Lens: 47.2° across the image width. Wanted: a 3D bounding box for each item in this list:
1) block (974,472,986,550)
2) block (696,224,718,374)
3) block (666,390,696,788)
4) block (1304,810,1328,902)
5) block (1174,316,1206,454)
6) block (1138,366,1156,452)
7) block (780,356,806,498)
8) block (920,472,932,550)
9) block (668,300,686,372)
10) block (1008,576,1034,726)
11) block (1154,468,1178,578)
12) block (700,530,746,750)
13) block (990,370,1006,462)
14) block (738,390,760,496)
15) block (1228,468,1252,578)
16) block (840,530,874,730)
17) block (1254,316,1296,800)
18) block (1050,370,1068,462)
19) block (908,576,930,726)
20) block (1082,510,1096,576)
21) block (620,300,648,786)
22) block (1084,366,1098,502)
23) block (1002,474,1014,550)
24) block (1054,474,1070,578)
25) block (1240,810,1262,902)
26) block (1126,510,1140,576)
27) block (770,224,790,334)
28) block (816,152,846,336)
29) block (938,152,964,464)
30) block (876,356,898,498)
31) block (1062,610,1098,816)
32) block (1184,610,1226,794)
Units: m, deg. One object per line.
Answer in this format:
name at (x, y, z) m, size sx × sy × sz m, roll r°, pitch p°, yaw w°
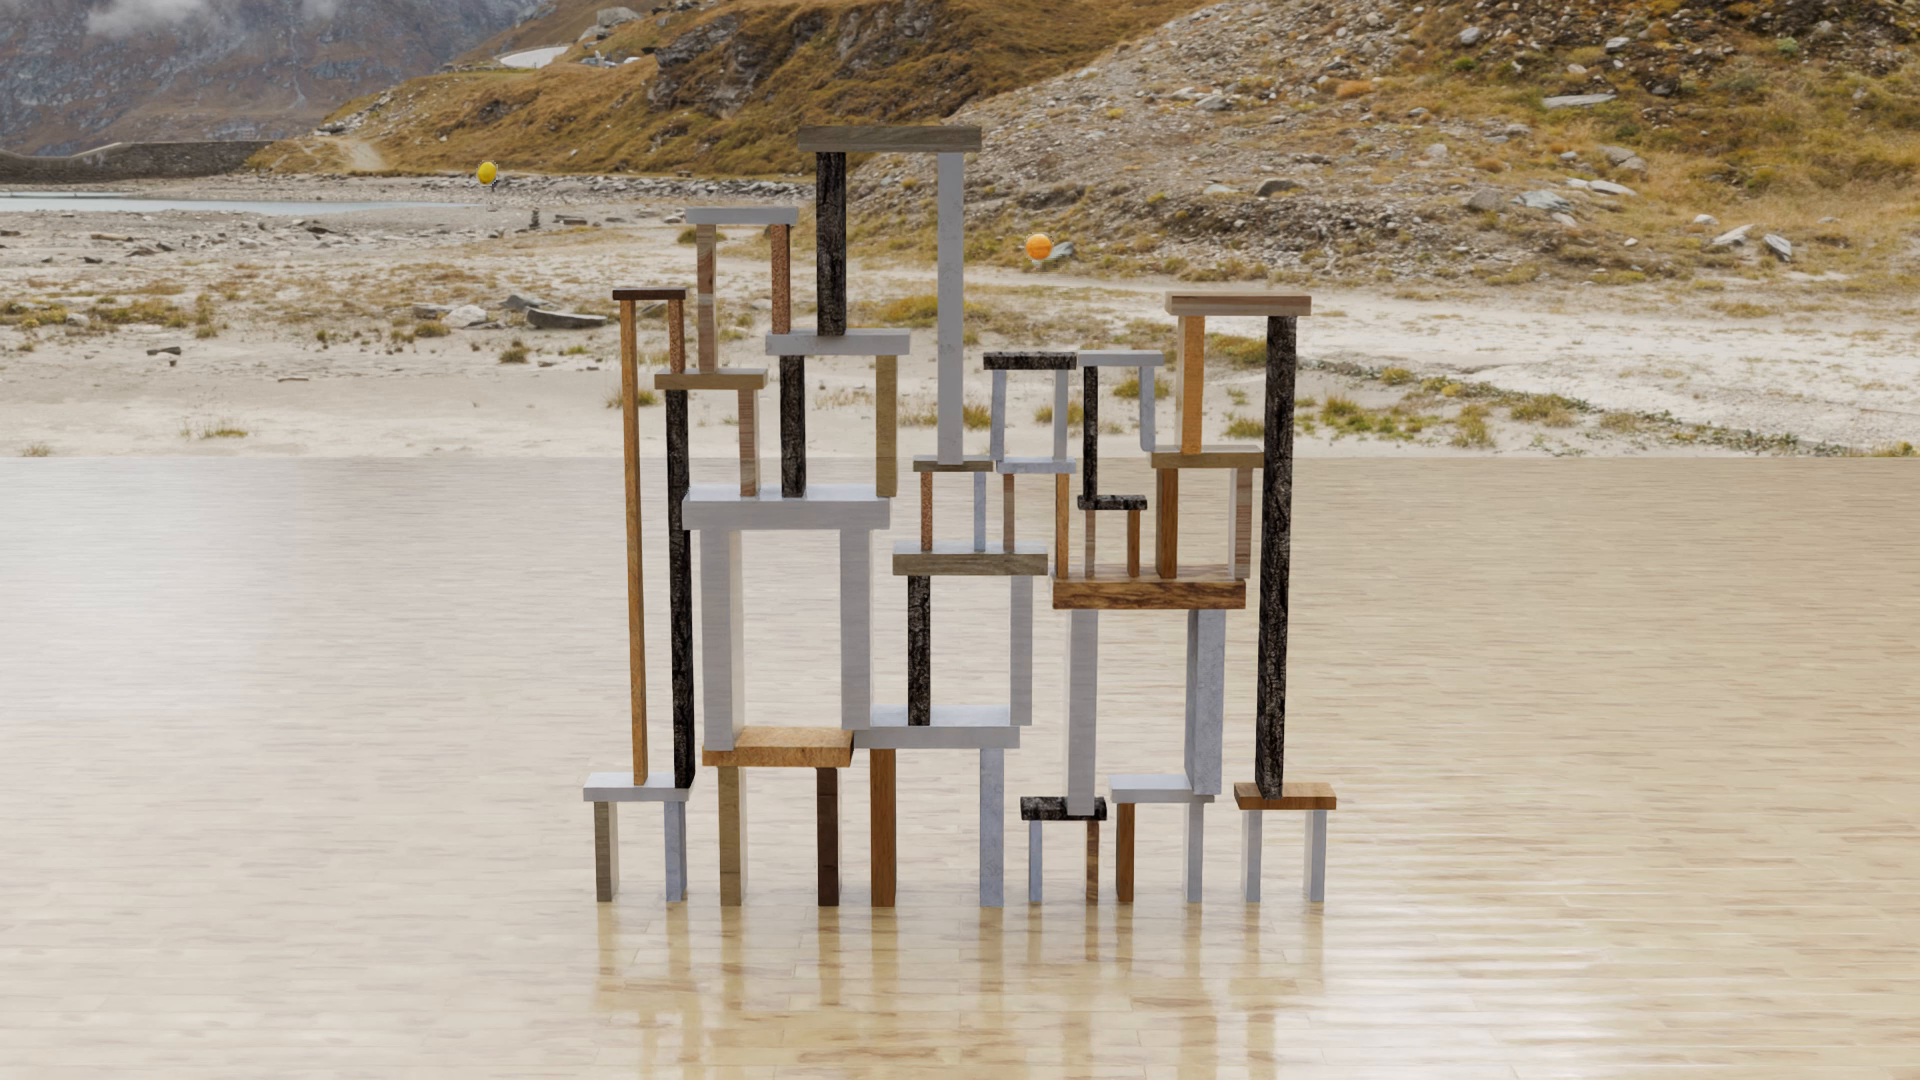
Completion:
block at (0.032, -0.052, 3.550) m, size 0.018 × 0.128 × 0.064 m, roll 0°, pitch 11°, yaw 0°
block at (-0.401, -0.384, 3.485) m, size 0.024 × 0.234 × 0.085 m, roll 0°, pitch 11°, yaw -3°
block at (-0.453, 0.076, 3.570) m, size 0.024 × 0.654 × 0.086 m, roll 0°, pitch 11°, yaw 0°
block at (0.590, 0.512, 3.654) m, size 0.022 × 0.158 × 0.079 m, roll 0°, pitch 11°, yaw 0°
block at (0.366, -0.253, 3.507) m, size 0.031 × 0.218 × 0.109 m, roll 0°, pitch 11°, yaw -1°
block at (0.299, -0.214, 3.522) m, size 0.019 × 0.136 × 0.068 m, roll -2°, pitch 11°, yaw 0°
block at (-0.268, -0.189, 3.524) m, size 0.032 × 0.226 × 0.113 m, roll 0°, pitch 11°, yaw -1°
block at (-0.054, -0.052, 3.549) m, size 0.018 × 0.128 × 0.064 m, roll 0°, pitch 11°, yaw 0°
block at (-0.450, -0.326, 3.496) m, size 0.016 × 0.114 × 0.057 m, roll -1°, pitch 10°, yaw 1°
block at (0.099, 0.167, 3.591) m, size 0.035 × 0.247 × 0.124 m, roll 0°, pitch 11°, yaw 0°
block at (0.334, -0.034, 3.556) m, size 0.025 × 0.179 × 0.090 m, roll 0°, pitch 11°, yaw -1°
block at (-0.385, 0.146, 3.575) m, size 0.046 × 0.360 × 0.163 m, roll 0°, pitch 11°, yaw 1°
block at (0.061, -0.204, 3.523) m, size 0.021 × 0.146 × 0.073 m, roll 2°, pitch 11°, yaw 0°
block at (-0.337, -0.161, 3.523) m, size 0.024 × 0.171 × 0.086 m, roll 0°, pitch 11°, yaw 0°
block at (0.453, -0.034, 3.558) m, size 0.025 × 0.179 × 0.090 m, roll 0°, pitch 11°, yaw 0°
block at (-0.167, 0.129, 3.579) m, size 0.046 × 0.327 × 0.163 m, roll 0°, pitch 11°, yaw 0°
block at (0.510, 0.026, 3.561) m, size 0.031 × 0.786 × 0.109 m, roll 0°, pitch 11°, yaw 0°
block at (0.159, -0.203, 3.518) m, size 0.021 × 0.148 × 0.073 m, roll 1°, pitch 11°, yaw -1°
block at (-0.066, 0.167, 3.591) m, size 0.035 × 0.247 × 0.124 m, roll 0°, pitch 11°, yaw 0°
block at (0.209, 0.000, 3.562) m, size 0.015 × 0.109 × 0.054 m, roll 0°, pitch 11°, yaw -1°
block at (-0.527, 0.008, 3.559) m, size 0.016 × 0.792 × 0.057 m, roll 0°, pitch 10°, yaw 0°
block at (0.209, -0.174, 3.526) m, size 0.019 × 0.216 × 0.068 m, roll 0°, pitch 11°, yaw 1°
block at (0.078, -0.050, 3.547) m, size 0.018 × 0.126 × 0.063 m, roll 0°, pitch 11°, yaw 0°
block at (0.164, -0.028, 3.547) m, size 0.018 × 0.170 × 0.063 m, roll -1°, pitch 11°, yaw -1°
block at (0.484, 0.512, 3.654) m, size 0.022 × 0.158 × 0.079 m, roll 0°, pitch 11°, yaw 0°
block at (0.281, 0.000, 3.563) m, size 0.015 × 0.109 × 0.054 m, roll -1°, pitch 11°, yaw -1°
block at (-0.284, -0.416, 3.483) m, size 0.024 × 0.171 × 0.085 m, roll 0°, pitch 11°, yaw -1°
block at (-0.203, -0.470, 3.469) m, size 0.040 × 0.282 × 0.141 m, roll 0°, pitch 11°, yaw -1°
block at (-0.015, -0.370, 3.487) m, size 0.040 × 0.484 × 0.141 m, roll 0°, pitch 11°, yaw -1°
block at (-0.117, -0.189, 3.526) m, size 0.032 × 0.226 × 0.113 m, roll 0°, pitch 11°, yaw -1°
block at (0.196, 0.265, 3.611) m, size 0.044 × 0.342 × 0.154 m, roll 0°, pitch 11°, yaw -1°
block at (0.401, 0.248, 3.612) m, size 0.044 × 0.308 × 0.154 m, roll 0°, pitch 11°, yaw -1°
